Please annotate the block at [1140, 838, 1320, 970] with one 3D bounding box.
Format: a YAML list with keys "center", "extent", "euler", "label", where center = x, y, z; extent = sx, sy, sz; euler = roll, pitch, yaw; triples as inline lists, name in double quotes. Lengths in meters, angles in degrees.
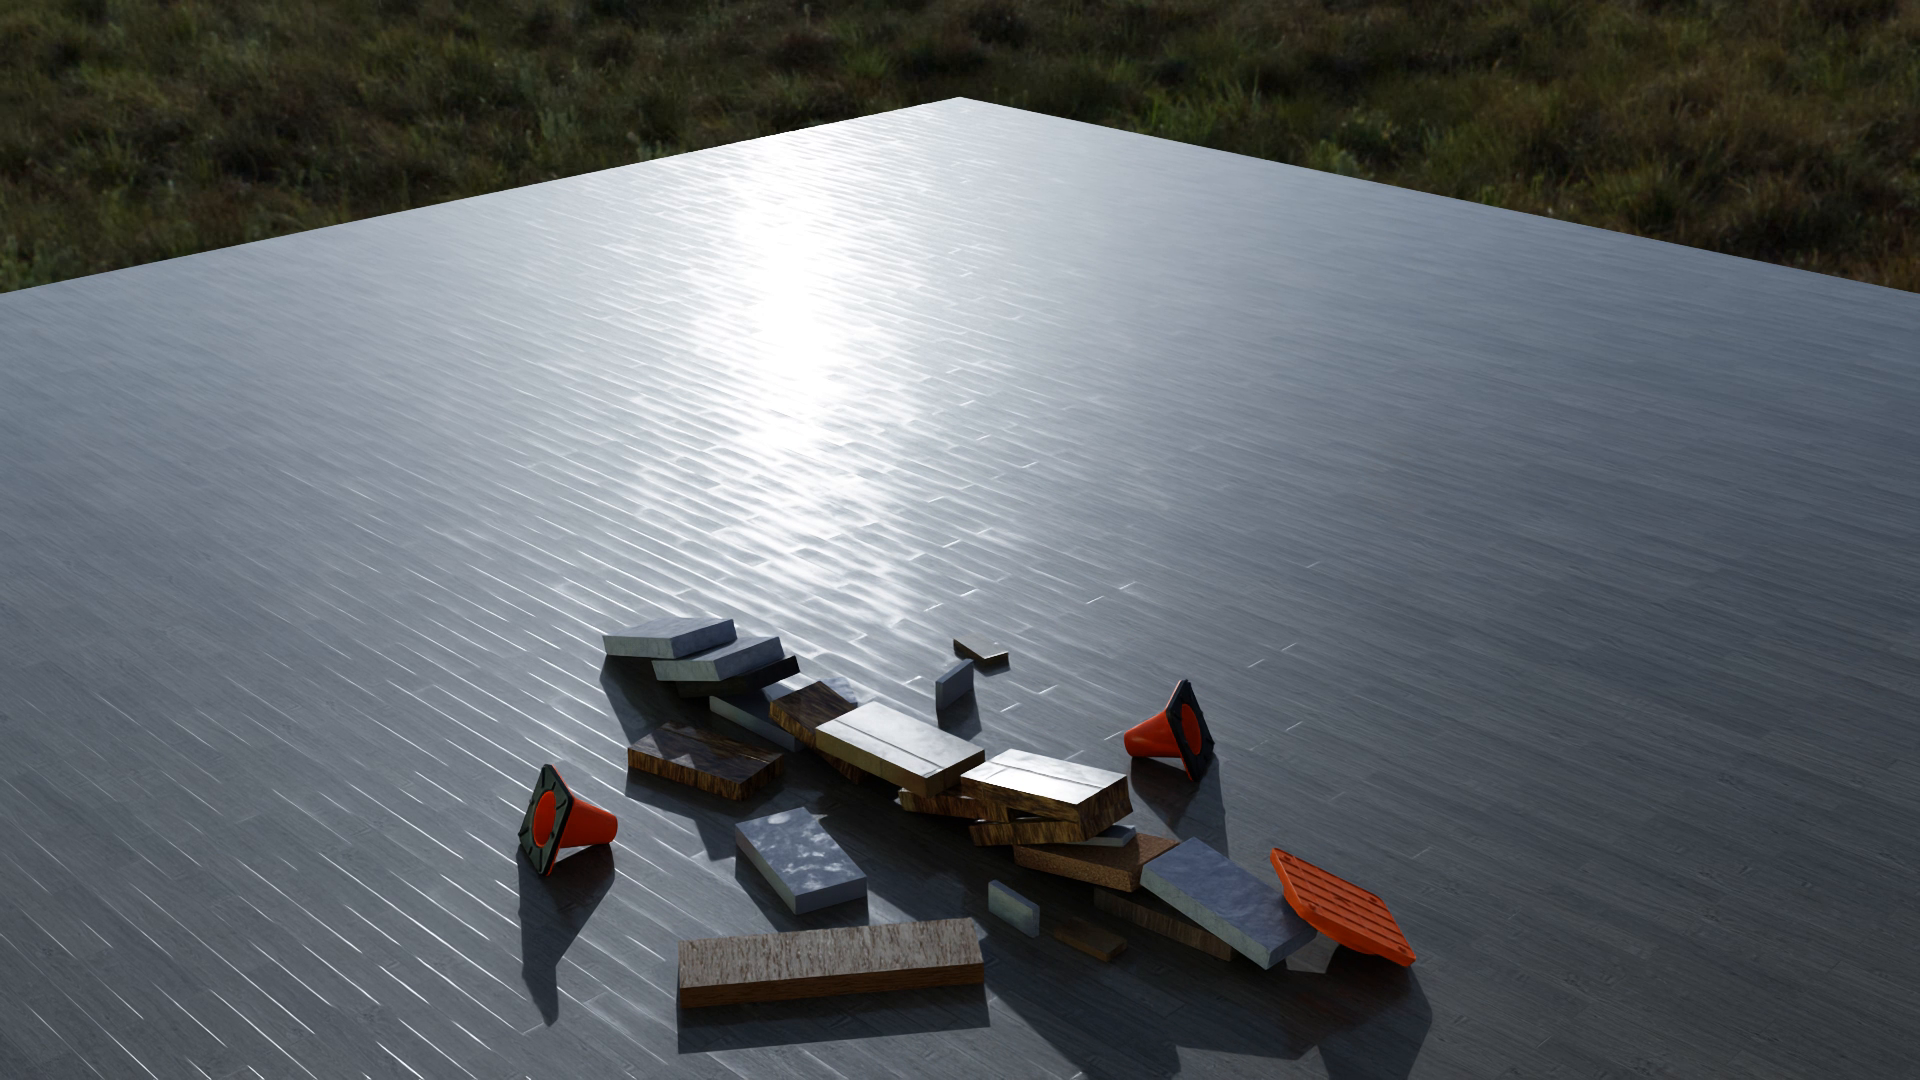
- center: [0.492, 0.660, 4.019]
  extent: [0.299, 0.042, 0.149]
  euler: [31, 36, 35]
  label: "block"

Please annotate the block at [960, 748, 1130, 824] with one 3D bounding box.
- center: [0.162, 0.474, 4.248]
  extent: [0.299, 0.042, 0.149]
  euler: [8, 22, 43]
  label: "block"

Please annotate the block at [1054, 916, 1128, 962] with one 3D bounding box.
- center: [0.238, 0.729, 4.021]
  extent: [0.122, 0.017, 0.061]
  euler: [19, 29, 37]
  label: "block"

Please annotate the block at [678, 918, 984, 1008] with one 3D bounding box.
- center: [-0.233, 0.754, 3.931]
  extent: [0.534, 0.042, 0.148]
  euler: [-3, 23, -8]
  label: "block"

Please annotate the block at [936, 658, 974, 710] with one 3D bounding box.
- center: [-0.012, 0.322, 4.918]
  extent: [0.019, 0.067, 0.133]
  euler: [13, 26, 28]
  label: "block"

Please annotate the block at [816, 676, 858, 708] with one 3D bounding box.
- center: [-0.275, 0.345, 4.922]
  extent: [0.067, 0.019, 0.133]
  euler: [-6, 24, -13]
  label: "block"

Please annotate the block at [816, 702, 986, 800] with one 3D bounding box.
- center: [-0.124, 0.428, 4.521]
  extent: [0.331, 0.047, 0.166]
  euler: [19, 30, 42]
  label: "block"

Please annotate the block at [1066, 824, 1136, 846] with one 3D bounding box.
- center: [0.269, 0.566, 4.218]
  extent: [0.122, 0.017, 0.061]
  euler: [-1, 16, 29]
  label: "block"

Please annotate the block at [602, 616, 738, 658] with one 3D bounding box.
- center: [-0.668, 0.222, 5.039]
  extent: [0.166, 0.047, 0.331]
  euler: [-17, 9, -35]
  label: "block"

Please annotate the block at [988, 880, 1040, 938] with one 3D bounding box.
- center: [0.099, 0.683, 4.073]
  extent: [0.017, 0.061, 0.122]
  euler: [-18, 29, -37]
  label: "block"

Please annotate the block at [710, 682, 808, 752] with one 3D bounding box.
- center: [-0.404, 0.377, 4.820]
  extent: [0.282, 0.040, 0.141]
  euler: [21, 31, 40]
  label: "block"

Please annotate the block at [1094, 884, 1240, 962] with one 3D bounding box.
- center: [0.415, 0.683, 4.097]
  extent: [0.299, 0.042, 0.149]
  euler: [17, 28, 35]
  label: "block"

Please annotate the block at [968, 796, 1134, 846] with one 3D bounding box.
- center: [0.175, 0.543, 4.281]
  extent: [0.299, 0.042, 0.149]
  euler: [-10, 10, 45]
  label: "block"

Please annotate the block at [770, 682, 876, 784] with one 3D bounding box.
- center: [-0.260, 0.407, 4.679]
  extent: [0.141, 0.040, 0.282]
  euler: [-21, 43, -41]
  label: "block"

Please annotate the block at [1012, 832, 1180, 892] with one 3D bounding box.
- center: [0.261, 0.600, 4.211]
  extent: [0.149, 0.042, 0.299]
  euler: [-22, 19, -41]
  label: "block"

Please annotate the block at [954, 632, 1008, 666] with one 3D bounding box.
- center: [0.048, 0.254, 5.138]
  extent: [0.067, 0.019, 0.133]
  euler: [-14, 27, -30]
  label: "block"

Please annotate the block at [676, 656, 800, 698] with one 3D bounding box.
- center: [-0.493, 0.302, 4.854]
  extent: [0.141, 0.040, 0.282]
  euler: [-21, 8, -39]
  label: "block"

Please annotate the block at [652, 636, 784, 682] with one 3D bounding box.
- center: [-0.542, 0.265, 4.906]
  extent: [0.166, 0.047, 0.331]
  euler: [-20, 8, -31]
  label: "block"

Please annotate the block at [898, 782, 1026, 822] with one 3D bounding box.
- center: [0.035, 0.506, 4.408]
  extent: [0.299, 0.042, 0.149]
  euler: [0, 16, 45]
  label: "block"

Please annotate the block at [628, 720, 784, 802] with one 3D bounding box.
- center: [-0.535, 0.462, 4.619]
  extent: [0.296, 0.042, 0.148]
  euler: [13, 26, 29]
  label: "block"

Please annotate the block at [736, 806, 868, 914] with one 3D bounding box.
- center: [-0.310, 0.617, 4.252]
  extent: [0.148, 0.042, 0.296]
  euler: [-11, 26, -25]
  label: "block"
